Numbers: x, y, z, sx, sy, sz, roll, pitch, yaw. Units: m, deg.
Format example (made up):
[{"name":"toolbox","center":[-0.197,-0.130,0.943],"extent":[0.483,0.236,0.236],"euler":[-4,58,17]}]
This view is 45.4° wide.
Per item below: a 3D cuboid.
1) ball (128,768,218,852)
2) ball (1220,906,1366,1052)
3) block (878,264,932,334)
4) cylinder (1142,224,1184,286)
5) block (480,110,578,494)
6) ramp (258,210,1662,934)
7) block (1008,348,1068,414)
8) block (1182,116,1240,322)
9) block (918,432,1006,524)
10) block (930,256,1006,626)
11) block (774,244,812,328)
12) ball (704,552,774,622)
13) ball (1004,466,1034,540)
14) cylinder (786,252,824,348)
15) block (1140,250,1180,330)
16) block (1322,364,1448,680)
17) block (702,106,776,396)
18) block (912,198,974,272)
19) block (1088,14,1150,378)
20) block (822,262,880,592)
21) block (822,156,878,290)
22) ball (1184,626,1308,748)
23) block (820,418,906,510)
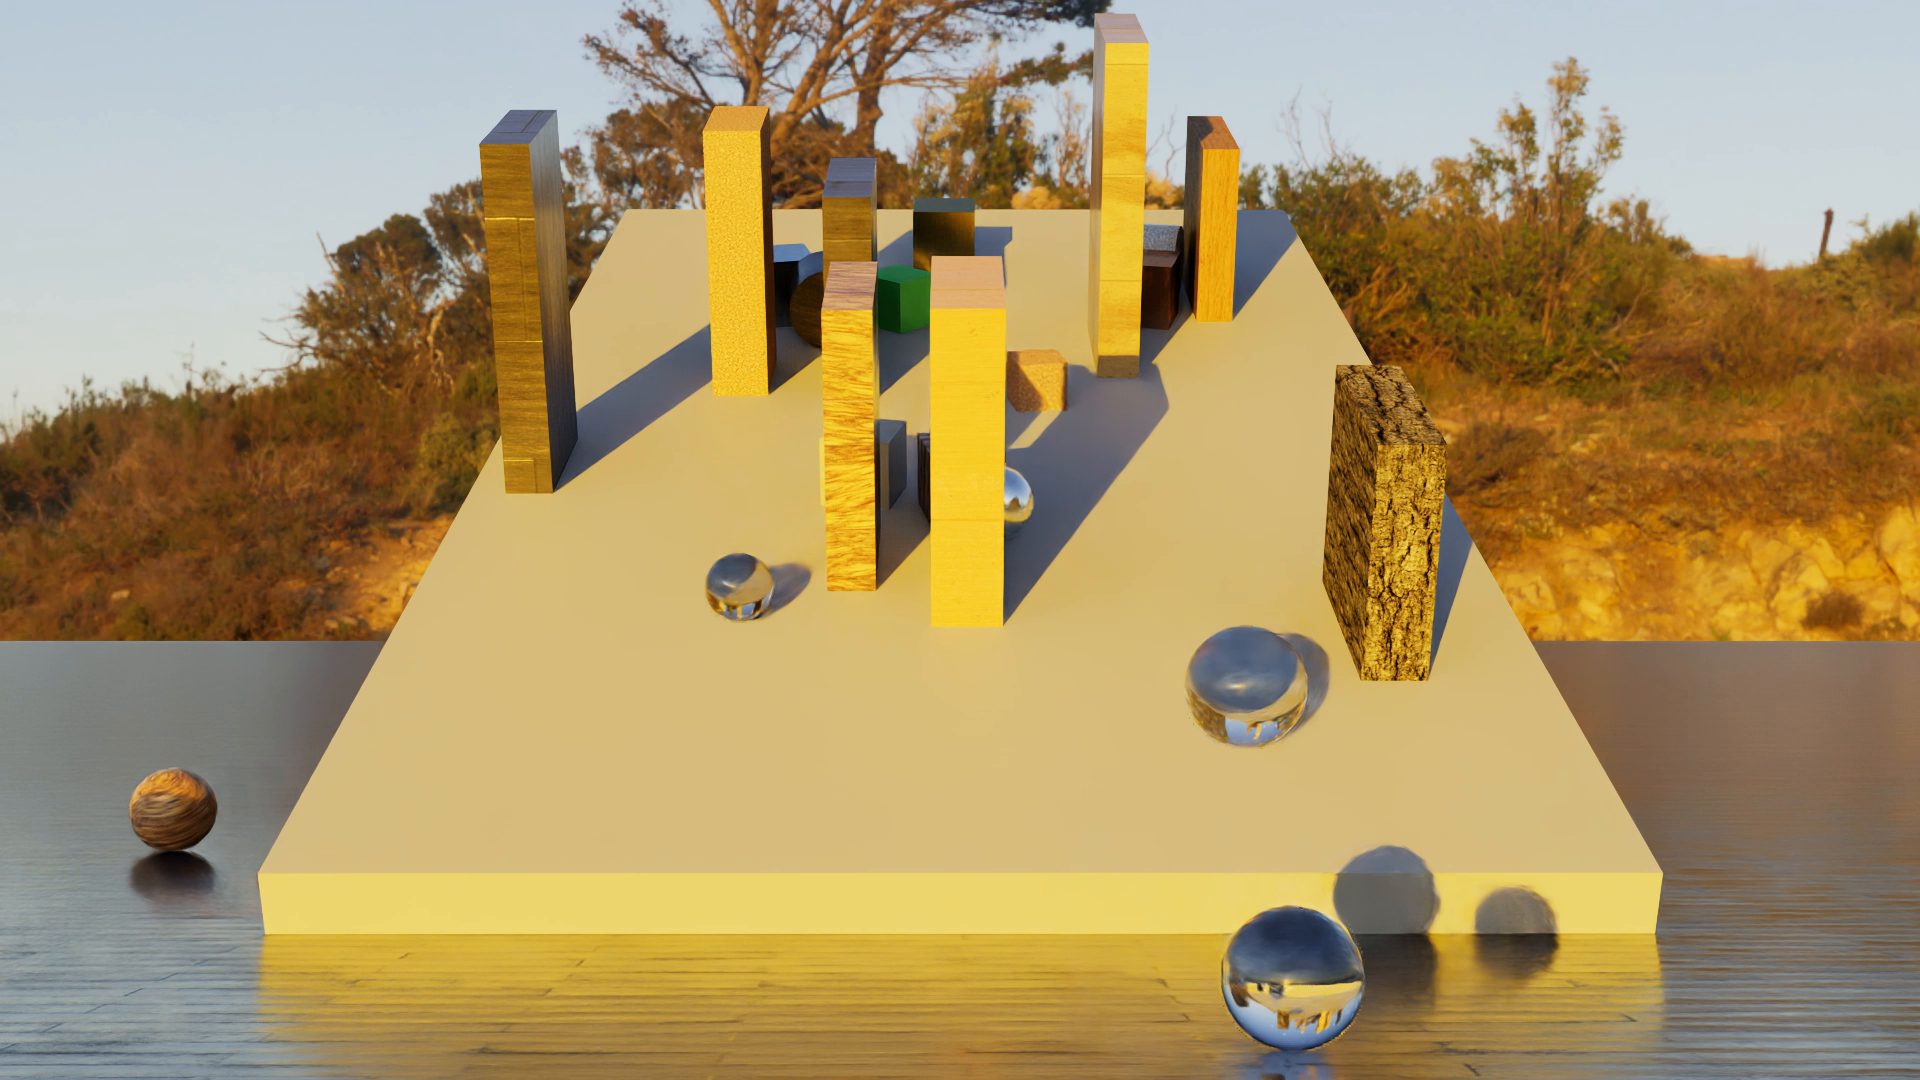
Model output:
[{"name":"ball","center":[-1.562,0.536,4.551],"extent":[0.166,0.166,0.166],"euler":[0,-2,0]},{"name":"ball","center":[0.346,0.455,2.382],"extent":[0.149,0.149,0.149],"euler":[0,-2,0]},{"name":"block","center":[-0.153,-0.611,5.811],"extent":[0.131,0.131,0.131],"euler":[19,28,39]},{"name":"cylinder","center":[0.473,-0.730,6.014],"extent":[0.202,0.202,0.202],"euler":[5,-1,12]},{"name":"block","center":[-0.881,-0.492,4.711],"extent":[0.096,0.720,0.339],"euler":[0,22,0]},{"name":"ramp","center":[-0.006,-0.219,5.139],"extent":[2.000,0.100,4.000],"euler":[0,22,0]},{"name":"block","center":[0.176,-0.361,5.206],"extent":[0.114,0.114,0.114],"euler":[-4,22,-11]},{"name":"block","center":[0.649,-0.841,5.967],"extent":[0.091,0.444,0.418],"euler":[0,22,0]},{"name":"block","center":[0.002,-0.124,4.565],"extent":[0.148,0.148,0.148],"euler":[-4,22,-11]},{"name":"block","center":[0.012,-0.181,4.120],"extent":[0.127,0.584,0.345],"euler":[0,22,0]},{"name":"block","center":[-0.465,-0.648,5.848],"extent":[0.171,0.171,0.171],"euler":[-5,22,-14]},{"name":"ball","center":[-0.393,0.083,4.076],"extent":[0.122,0.122,0.122],"euler":[0,-2,0]},{"name":"ball","center":[0.069,-0.071,4.430],"extent":[0.150,0.150,0.150],"euler":[0,-2,0]},{"name":"cylinder","center":[-0.328,-0.597,5.687],"extent":[0.196,0.196,0.196],"euler":[0,22,-6]},{"name":"block","center":[0.468,-0.642,5.849],"extent":[0.162,0.162,0.162],"euler":[5,22,12]},{"name":"block","center":[0.731,-0.038,3.985],"extent":[0.113,0.420,0.434],"euler":[0,22,0]},{"name":"block","center":[-0.506,-0.670,5.303],"extent":[0.126,0.614,0.282],"euler":[0,22,0]},{"name":"block","center":[-0.044,-0.847,6.353],"extent":[0.167,0.167,0.167],"euler":[1,22,1]},{"name":"block","center":[0.373,-0.826,5.469],"extent":[0.097,0.784,0.425],"euler":[0,22,0]},{"name":"block","center":[-0.200,-0.215,4.270],"extent":[0.089,0.535,0.331],"euler":[0,22,0]},{"name":"block","center":[-0.253,-0.614,5.352],"extent":[0.108,0.475,0.417],"euler":[0,22,0]},{"name":"ball","center":[0.450,0.231,3.613],"extent":[0.194,0.194,0.194],"euler":[0,-2,0]},{"name":"block","center":[-0.195,-0.157,4.654],"extent":[0.143,0.143,0.143],"euler":[5,22,12]}]
